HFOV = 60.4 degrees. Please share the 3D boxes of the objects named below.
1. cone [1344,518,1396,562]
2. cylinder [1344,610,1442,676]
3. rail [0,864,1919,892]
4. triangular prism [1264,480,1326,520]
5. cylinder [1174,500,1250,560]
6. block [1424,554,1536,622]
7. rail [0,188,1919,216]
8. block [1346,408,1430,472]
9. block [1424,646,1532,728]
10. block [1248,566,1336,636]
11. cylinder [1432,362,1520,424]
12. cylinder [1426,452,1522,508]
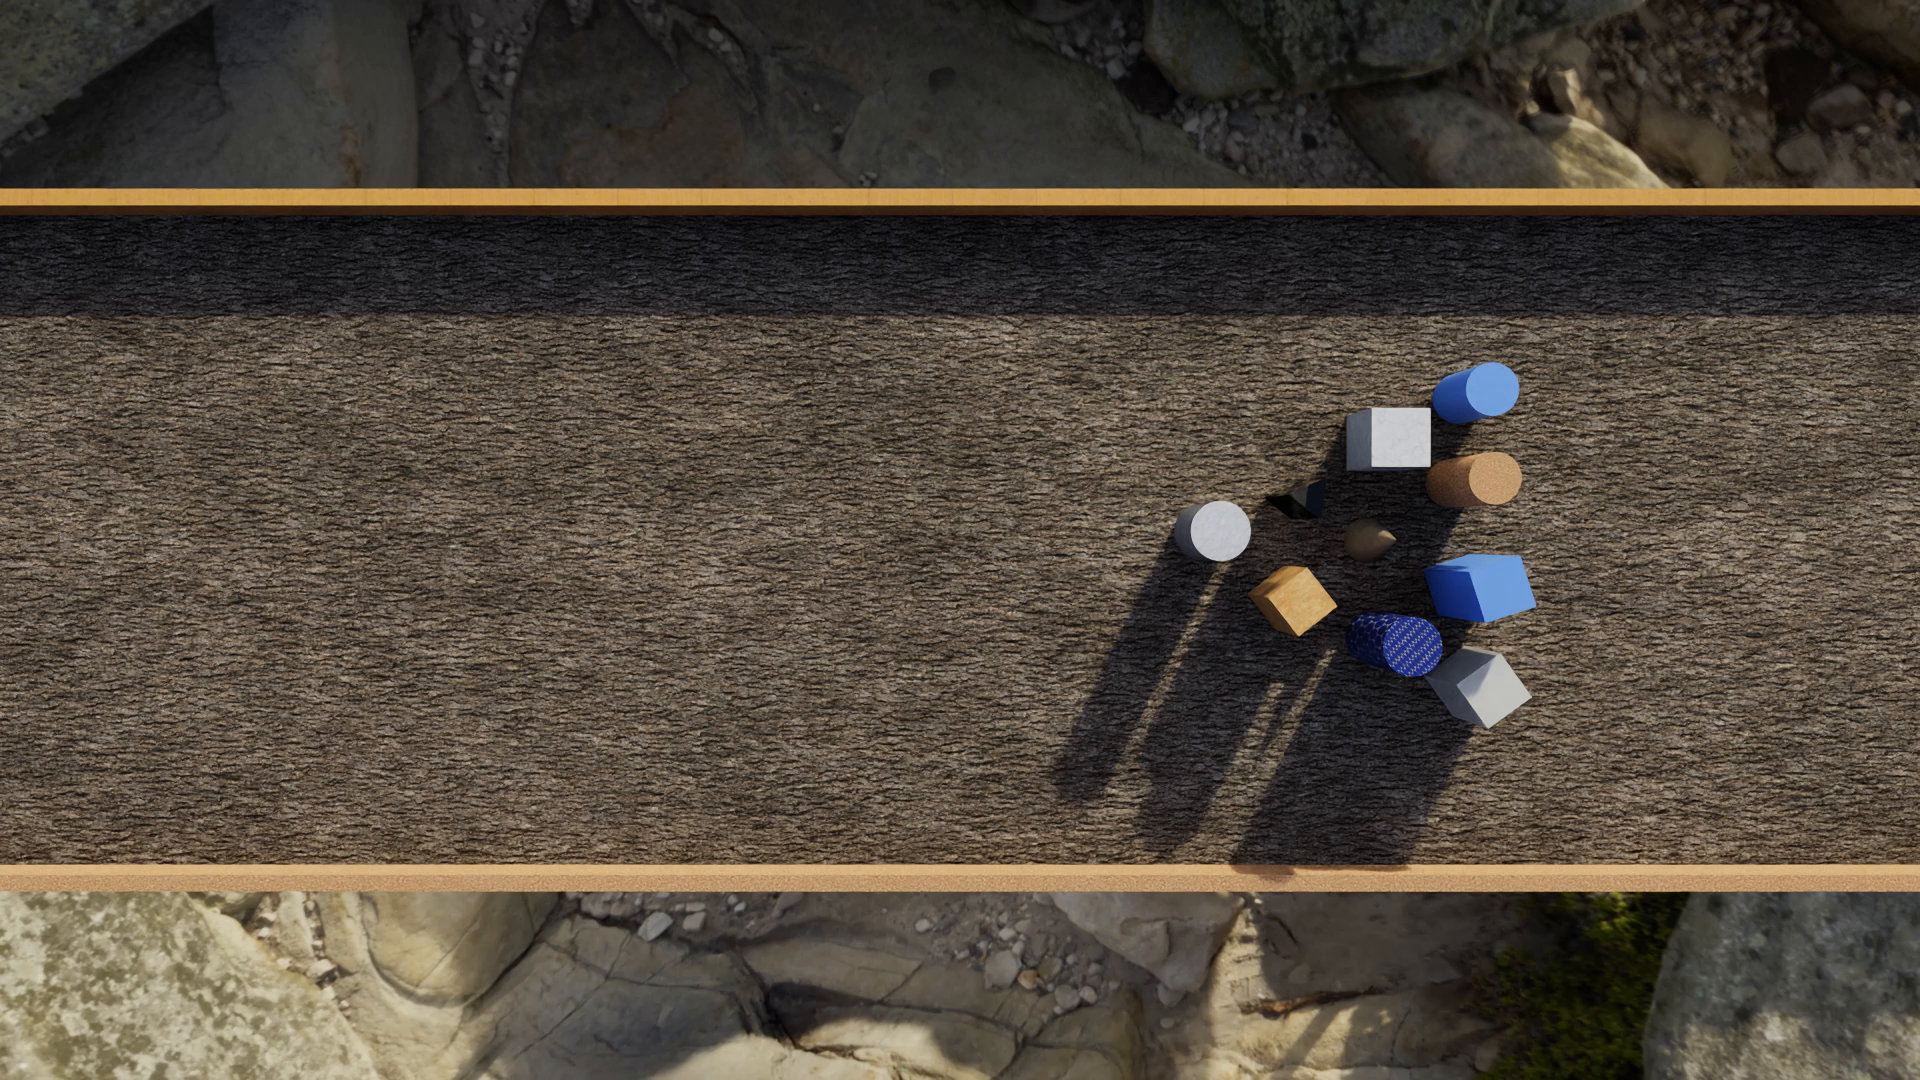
[{"bbox_3d":[1.251,0.000,4.899,0.140,0.355,0.140,0,90,0],"label":"cone"},{"bbox_3d":[1.268,0.299,4.847,0.167,0.459,0.167,0,90,0],"label":"cylinder"},{"bbox_3d":[-2.247,1.025,5.001,12.000,0.150,0.050,0,90,0],"label":"rail"},{"bbox_3d":[1.011,-0.136,4.884,0.112,0.385,0.097,38,90,0],"label":"triangular prism"},{"bbox_3d":[0.745,-0.026,4.895,0.172,0.362,0.172,0,90,0],"label":"cylinder"},{"bbox_3d":[1.520,0.138,4.847,0.150,0.460,0.150,-18,90,0],"label":"block"},{"bbox_3d":[-2.247,-1.025,5.002,12.000,0.150,0.050,0,90,0],"label":"rail"},{"bbox_3d":[1.274,-0.296,4.920,0.170,0.312,0.170,0,90,0],"label":"block"},{"bbox_3d":[1.536,0.434,4.909,0.156,0.334,0.156,-36,90,0],"label":"block"},{"bbox_3d":[0.984,0.178,4.904,0.142,0.345,0.142,-38,90,0],"label":"block"},{"bbox_3d":[1.531,-0.434,4.909,0.154,0.335,0.154,0,90,0],"label":"cylinder"},{"bbox_3d":[1.507,-0.174,4.860,0.149,0.434,0.149,0,90,0],"label":"cylinder"}]
